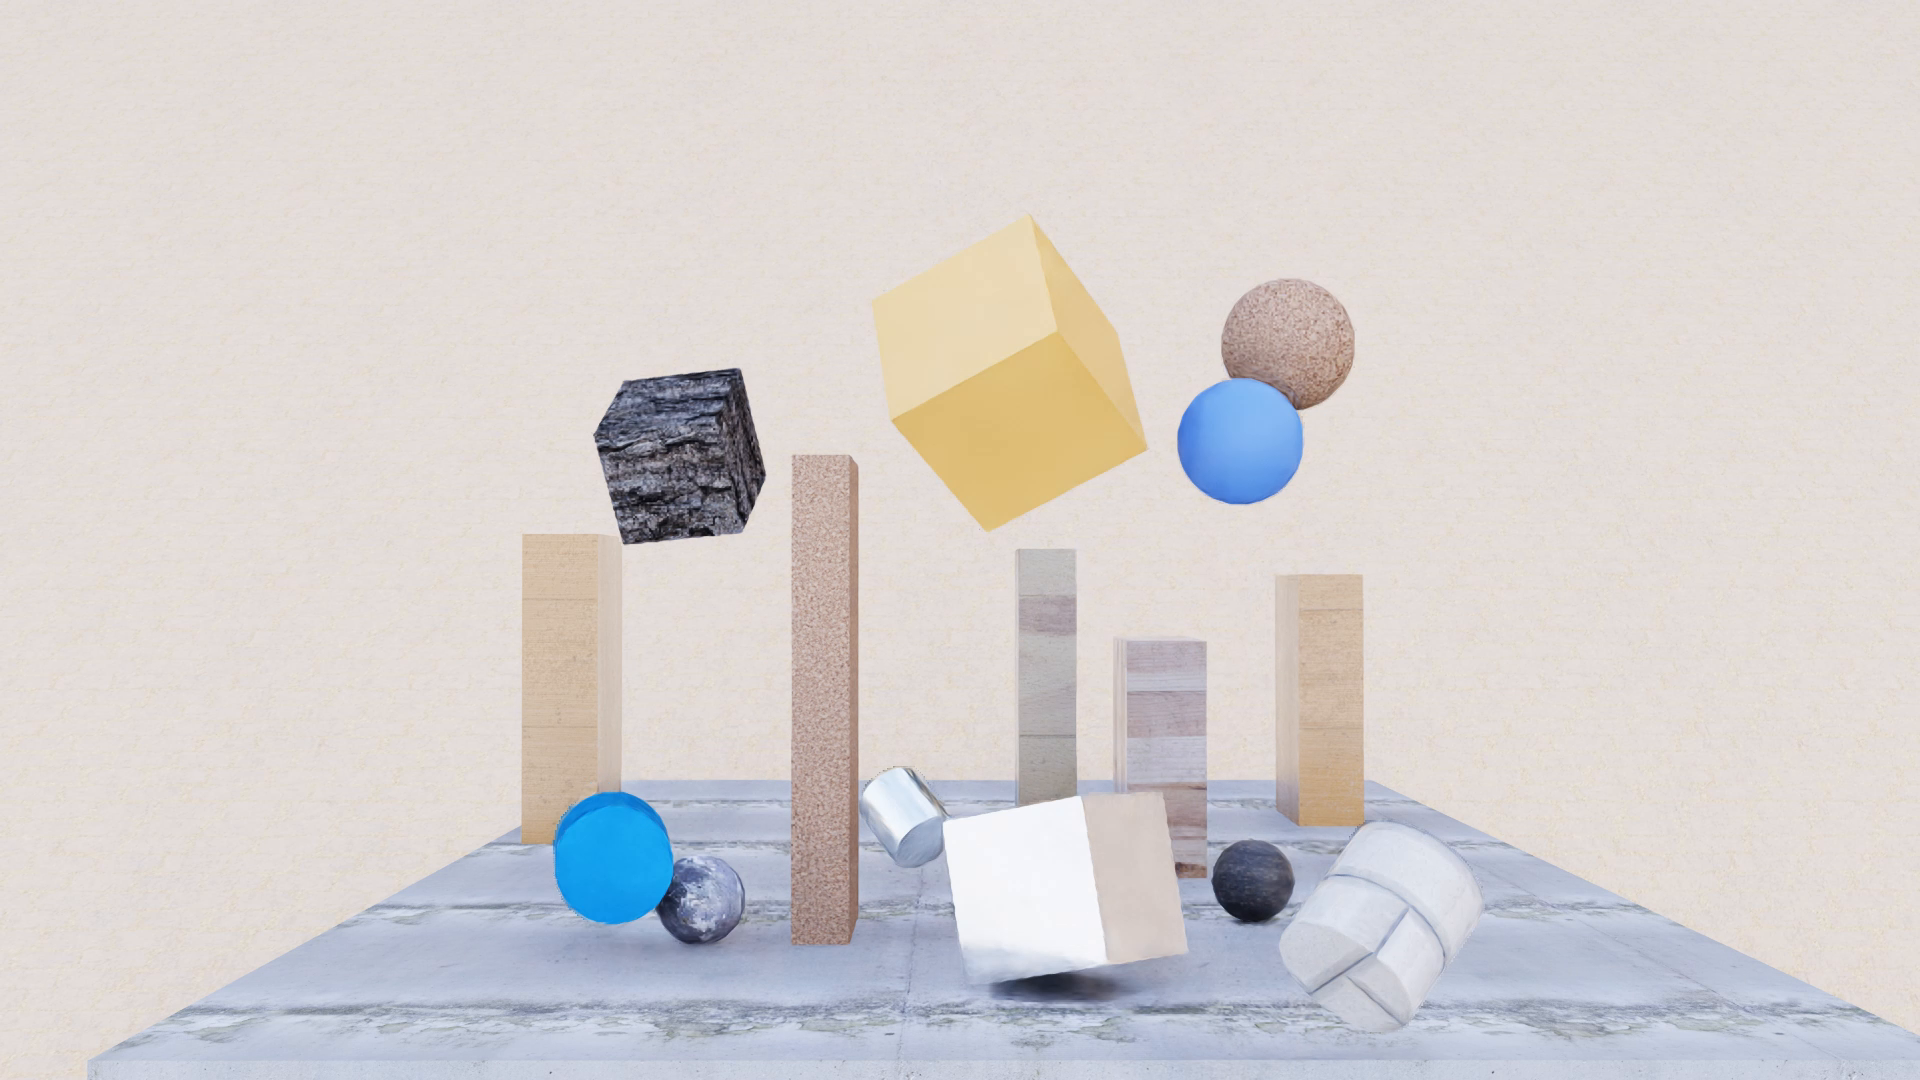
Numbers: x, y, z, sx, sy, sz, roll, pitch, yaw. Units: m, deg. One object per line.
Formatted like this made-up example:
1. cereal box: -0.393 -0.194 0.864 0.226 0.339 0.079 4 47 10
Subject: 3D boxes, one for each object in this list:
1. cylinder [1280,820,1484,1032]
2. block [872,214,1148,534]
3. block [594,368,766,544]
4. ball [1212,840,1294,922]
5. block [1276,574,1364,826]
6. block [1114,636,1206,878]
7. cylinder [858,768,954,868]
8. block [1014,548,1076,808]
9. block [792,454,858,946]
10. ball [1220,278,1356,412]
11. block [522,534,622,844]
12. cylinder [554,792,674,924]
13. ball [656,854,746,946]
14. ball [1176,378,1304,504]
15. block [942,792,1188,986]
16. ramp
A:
1. cylinder: 0.444 0.406 2.732 0.156 0.156 0.156 22 53 31
2. block: 0.052 -0.180 2.821 0.202 0.202 0.202 -27 42 16
3. block: -0.273 -0.083 2.546 0.121 0.121 0.121 -6 28 11
4. ball: 0.440 0.511 3.897 0.123 0.123 0.123 0 33 0
5. block: 0.780 0.341 5.649 0.136 0.529 0.398 0 -1 0
6. block: 0.356 0.382 4.664 0.137 0.410 0.387 0 -1 0
7. cylinder: -0.090 0.472 4.398 0.121 0.121 0.121 -19 48 -27
8. block: 0.155 0.304 4.766 0.102 0.571 0.319 0 -1 0
9. block: -0.196 0.227 3.812 0.082 0.689 0.330 0 -1 0
10. ball: 0.390 -0.232 3.085 0.159 0.159 0.159 0 33 0
11. block: -0.786 0.295 5.272 0.149 0.608 0.368 0 -1 0
12. cylinder: -0.477 0.435 3.566 0.159 0.159 0.159 -5 2 -8
13. ball: -0.366 0.506 3.649 0.126 0.126 0.126 0 33 0
14. ball: 0.313 -0.110 2.898 0.141 0.141 0.141 0 33 0
15. block: 0.133 0.436 3.251 0.205 0.205 0.205 -15 -11 32
16. ramp: 0.073 0.639 4.751 2.000 0.100 4.000 0 -1 0
